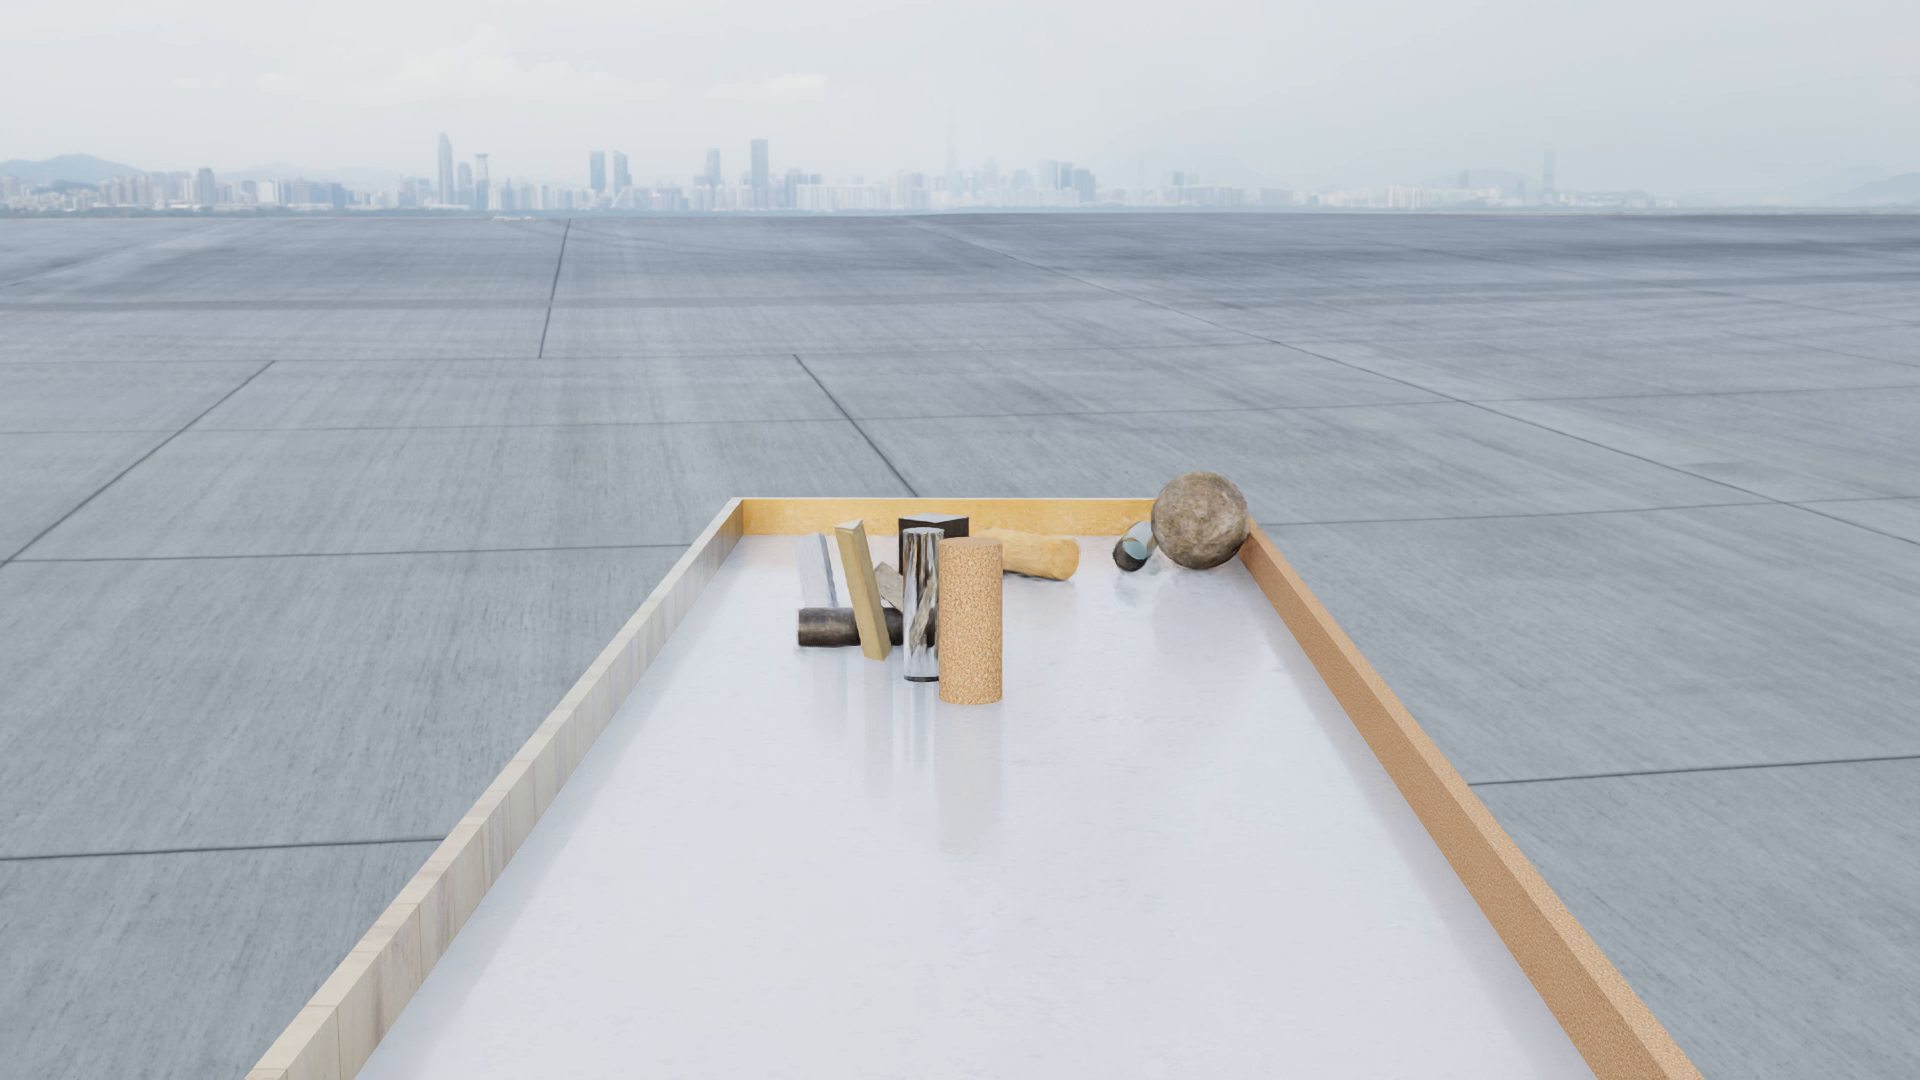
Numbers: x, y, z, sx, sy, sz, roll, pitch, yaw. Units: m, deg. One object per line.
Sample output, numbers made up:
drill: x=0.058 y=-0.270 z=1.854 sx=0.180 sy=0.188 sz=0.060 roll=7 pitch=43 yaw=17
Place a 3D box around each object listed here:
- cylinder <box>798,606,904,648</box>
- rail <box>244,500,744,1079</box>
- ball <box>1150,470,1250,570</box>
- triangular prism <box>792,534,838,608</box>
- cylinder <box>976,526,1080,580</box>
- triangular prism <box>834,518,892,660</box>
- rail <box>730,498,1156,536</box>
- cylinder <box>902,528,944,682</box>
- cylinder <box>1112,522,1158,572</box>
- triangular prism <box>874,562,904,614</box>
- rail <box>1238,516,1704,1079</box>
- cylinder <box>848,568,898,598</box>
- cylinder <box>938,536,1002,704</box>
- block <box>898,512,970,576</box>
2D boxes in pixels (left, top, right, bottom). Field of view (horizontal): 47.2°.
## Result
cylinder: x=-0.337 y=0.273 z=6.900 sx=0.342 sy=0.122 sz=0.122 roll=-1 pitch=9 yaw=-6
rail: x=-1.004 y=0.839 z=3.234 sx=0.050 sy=0.150 sz=12.000 roll=0 pitch=9 yaw=1
ball: x=0.905 y=-0.075 z=8.292 sx=0.371 sy=0.371 sz=0.371 roll=0 pitch=9 yaw=0
triangular prism: x=-0.435 y=0.147 z=7.050 sx=0.111 sy=0.318 sz=0.096 roll=-18 pitch=-11 yaw=36
cylinder: x=0.242 y=0.049 z=8.207 sx=0.155 sy=0.155 sz=0.414 roll=-9 pitch=12 yaw=-43
triangular prism: x=-0.280 y=0.149 z=6.668 sx=0.075 sy=0.434 sz=0.087 roll=-28 pitch=25 yaw=-38
rail: x=0.099 y=-0.098 z=9.147 sx=2.100 sy=0.150 sz=0.050 roll=0 pitch=9 yaw=1
cylinder: x=-0.106 y=0.189 z=6.421 sx=0.119 sy=0.438 sz=0.119 roll=0 pitch=9 yaw=0
cylinder: x=0.681 y=0.022 z=8.451 sx=0.130 sy=0.130 sz=0.431 roll=2 pitch=9 yaw=11
triangular prism: x=-0.107 y=0.209 z=6.840 sx=0.429 sy=0.079 sz=0.091 roll=36 pitch=30 yaw=29
rail: x=1.046 y=0.843 z=3.208 sx=0.050 sy=0.150 sz=12.000 roll=0 pitch=9 yaw=1
cylinder: x=-0.230 y=0.156 z=7.698 sx=0.312 sy=0.101 sz=0.101 roll=4 pitch=10 yaw=22
cylinder: x=0.030 y=0.225 z=6.169 sx=0.179 sy=0.445 sz=0.179 roll=0 pitch=9 yaw=0
block: x=-0.082 y=0.120 z=7.007 sx=0.159 sy=0.388 sz=0.159 roll=7 pitch=12 yaw=40
